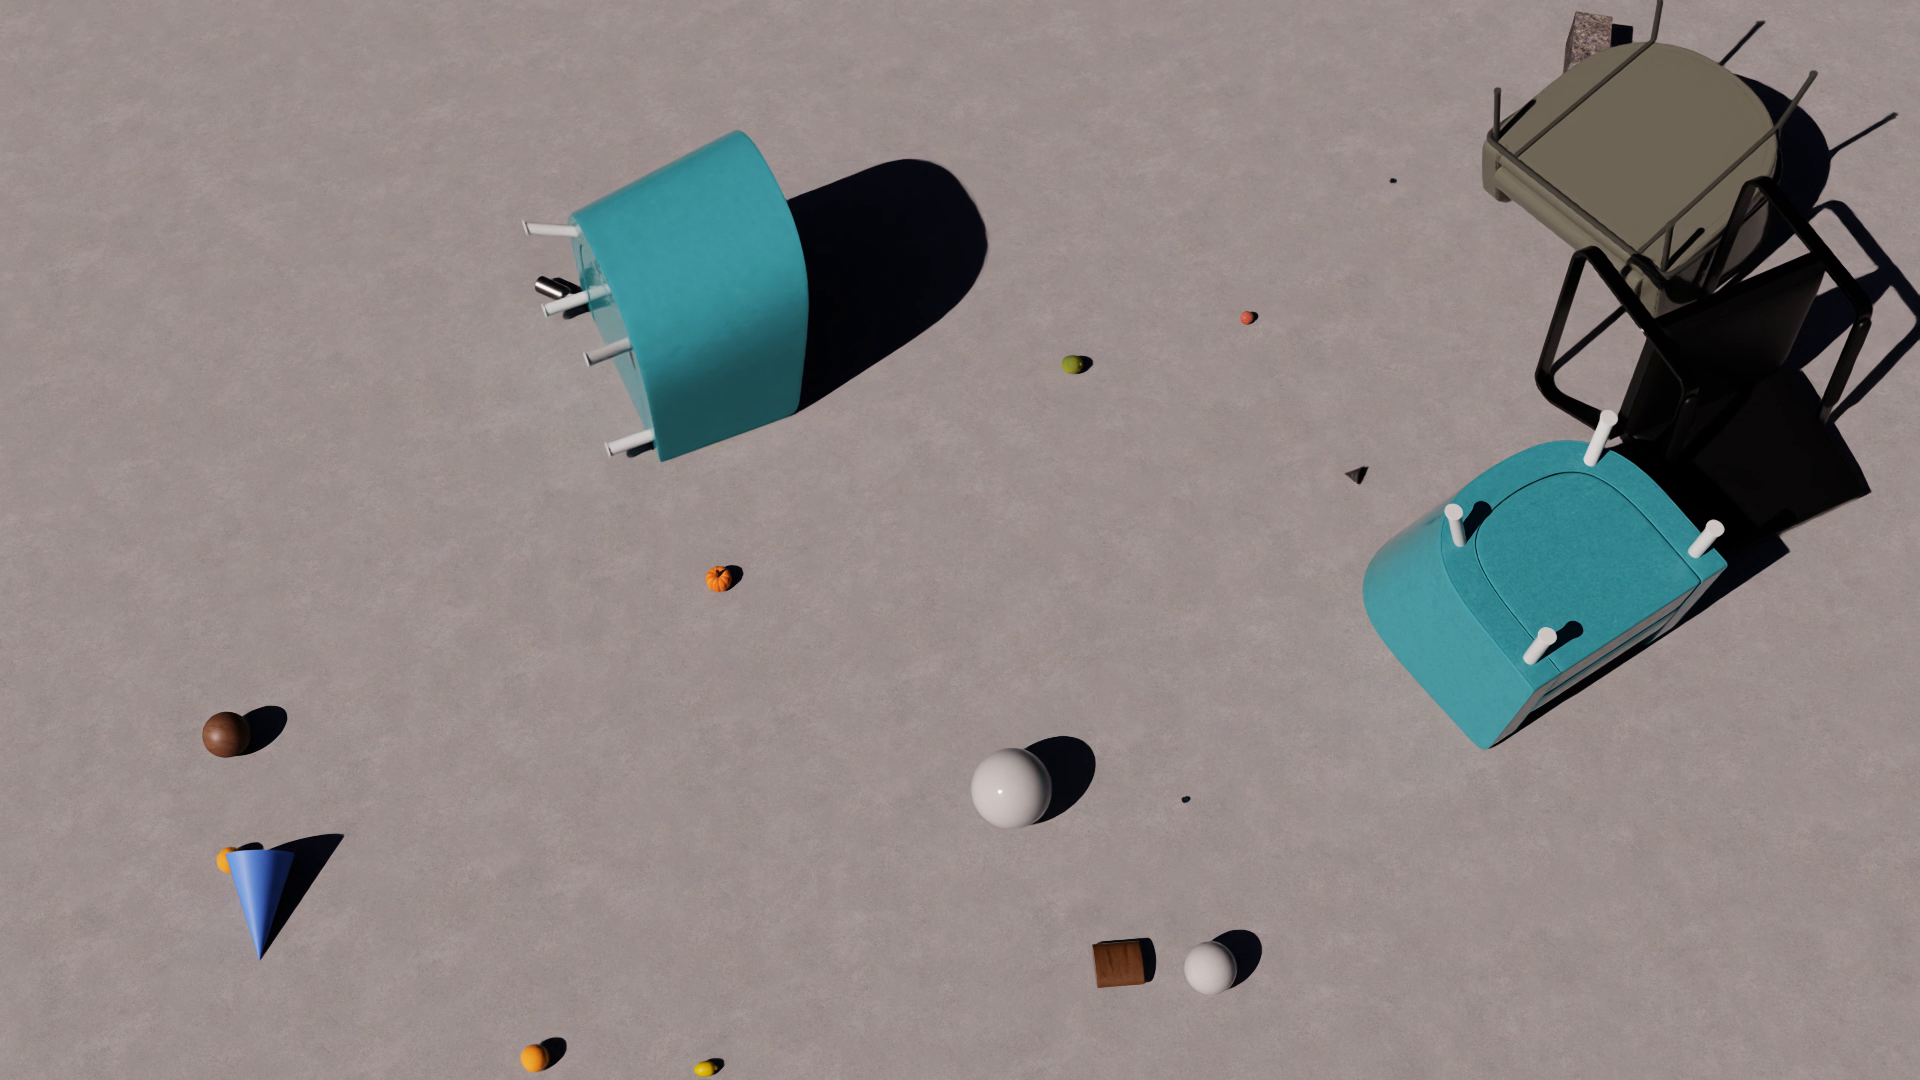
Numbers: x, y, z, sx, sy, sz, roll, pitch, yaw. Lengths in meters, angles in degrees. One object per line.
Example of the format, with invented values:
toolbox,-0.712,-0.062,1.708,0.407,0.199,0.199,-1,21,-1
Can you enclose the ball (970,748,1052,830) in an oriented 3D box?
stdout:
ball,0.141,0.677,5.986,0.223,0.223,0.223,0,56,0

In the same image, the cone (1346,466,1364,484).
cone,1.196,-0.200,6.696,0.053,0.040,0.065,7,52,33

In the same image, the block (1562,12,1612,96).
block,2.170,-1.683,7.611,0.126,0.153,0.233,10,57,7

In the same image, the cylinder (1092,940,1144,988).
cylinder,0.417,1.118,5.795,0.125,0.048,0.122,-4,56,-3

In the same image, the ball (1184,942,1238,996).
ball,0.654,1.117,5.740,0.139,0.139,0.139,0,56,0

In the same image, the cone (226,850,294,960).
cone,-1.865,0.980,5.860,0.165,0.198,0.284,-10,74,19
